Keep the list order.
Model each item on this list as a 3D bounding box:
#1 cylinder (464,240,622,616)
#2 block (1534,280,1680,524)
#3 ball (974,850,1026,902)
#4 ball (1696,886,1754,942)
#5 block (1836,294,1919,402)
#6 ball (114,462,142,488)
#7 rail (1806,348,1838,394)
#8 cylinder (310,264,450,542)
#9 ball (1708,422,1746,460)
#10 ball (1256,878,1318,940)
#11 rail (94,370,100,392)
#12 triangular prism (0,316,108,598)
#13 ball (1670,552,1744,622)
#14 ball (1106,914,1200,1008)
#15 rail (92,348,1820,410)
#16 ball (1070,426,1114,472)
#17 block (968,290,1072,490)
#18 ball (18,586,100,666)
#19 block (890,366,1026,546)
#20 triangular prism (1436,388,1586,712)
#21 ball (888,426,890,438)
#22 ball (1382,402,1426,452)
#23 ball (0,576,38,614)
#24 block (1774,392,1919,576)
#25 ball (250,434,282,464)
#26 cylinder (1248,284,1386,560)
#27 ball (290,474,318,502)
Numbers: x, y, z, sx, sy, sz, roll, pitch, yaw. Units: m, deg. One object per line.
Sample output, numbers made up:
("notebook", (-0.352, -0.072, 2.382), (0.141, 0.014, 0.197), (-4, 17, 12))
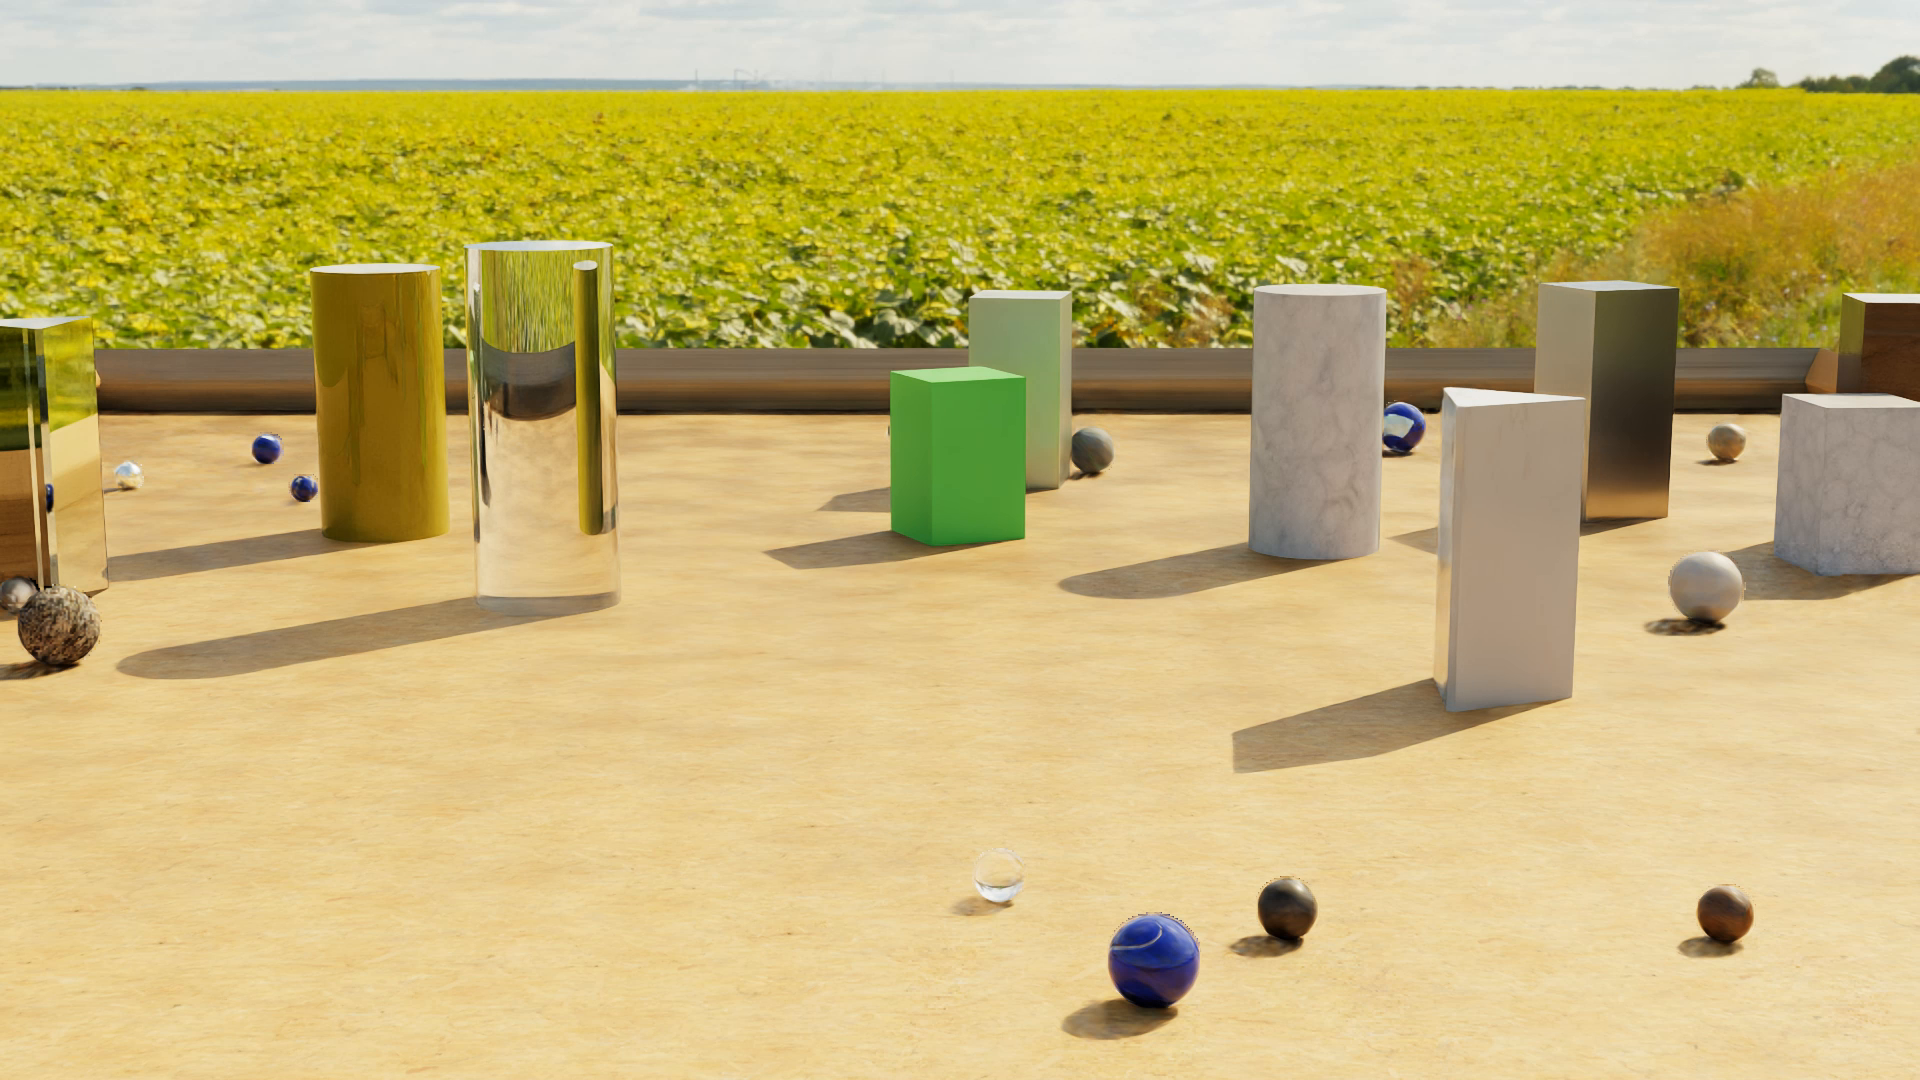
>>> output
("cylinder", (-0.566, -0.156, 3.491), (0.199, 0.488, 0.199), (0, 10, 0))
("block", (1.053, -0.229, 4.202), (0.159, 0.374, 0.159), (-4, 11, -21))
("ball", (0.035, 0.296, 2.263), (0.045, 0.045, 0.045), (0, 10, 0))
("ball", (0.644, 0.315, 2.160), (0.047, 0.047, 0.047), (0, 10, 0))
("block", (1.458, -0.188, 3.982), (0.159, 0.373, 0.159), (1, 11, 7))
("ball", (-1.449, -0.112, 4.469), (0.047, 0.047, 0.047), (0, 10, 0))
("rail", (1.834, 0.031, 3.459), (0.045, 0.129, 4.174), (0, 10, 0))
("cylinder", (-0.909, -0.218, 4.027), (0.199, 0.416, 0.199), (0, 10, 0))
("ball", (1.432, -0.184, 4.793), (0.070, 0.070, 0.070), (0, 10, 0))
("ball", (0.276, 0.312, 2.165), (0.051, 0.051, 0.051), (0, 10, 0))
("rail", (-1.834, 0.035, 3.438), (0.045, 0.129, 4.174), (0, 10, 0))
("triangular prism", (-1.246, -0.110, 3.529), (0.173, 0.384, 0.149), (7, 13, 33))
("ball", (0.988, 0.062, 3.399), (0.094, 0.094, 0.094), (0, 10, 0))
("ball", (0.151, 0.330, 2.007), (0.073, 0.073, 0.073), (0, 10, 0))
("rail", (-0.012, -0.342, 5.478), (3.716, 0.129, 0.045), (0, 10, 0))
("ball", (0.238, -0.163, 4.643), (0.084, 0.084, 0.084), (0, 10, 0))
("block", (0.107, -0.268, 4.528), (0.159, 0.331, 0.159), (2, 11, 10))
("ball", (-1.108, 0.105, 3.155), (0.097, 0.097, 0.097), (0, 10, 0))
("block", (-0.004, -0.134, 4.017), (0.159, 0.253, 0.159), (-5, 12, -24))
("triangular prism", (0.607, 0.004, 3.001), (0.173, 0.351, 0.149), (-5, 11, -24))
("ball", (-0.111, -0.210, 4.969), (0.057, 0.057, 0.057), (0, 10, 0))
("ball", (0.842, -0.215, 4.897), (0.094, 0.094, 0.094), (0, 10, 0))
("ball", (-1.267, 0.074, 3.450), (0.051, 0.051, 0.051), (0, 10, 0))
("block", (1.312, -0.084, 3.776), (0.159, 0.244, 0.159), (-1, 11, -5))
("ball", (-1.284, -0.168, 4.748), (0.055, 0.055, 0.055), (0, 10, 0))
("cylinder", (0.542, -0.183, 3.895), (0.199, 0.394, 0.199), (0, 10, 0))
("ball", (-1.109, -0.087, 4.338), (0.045, 0.045, 0.045), (0, 10, 0))
